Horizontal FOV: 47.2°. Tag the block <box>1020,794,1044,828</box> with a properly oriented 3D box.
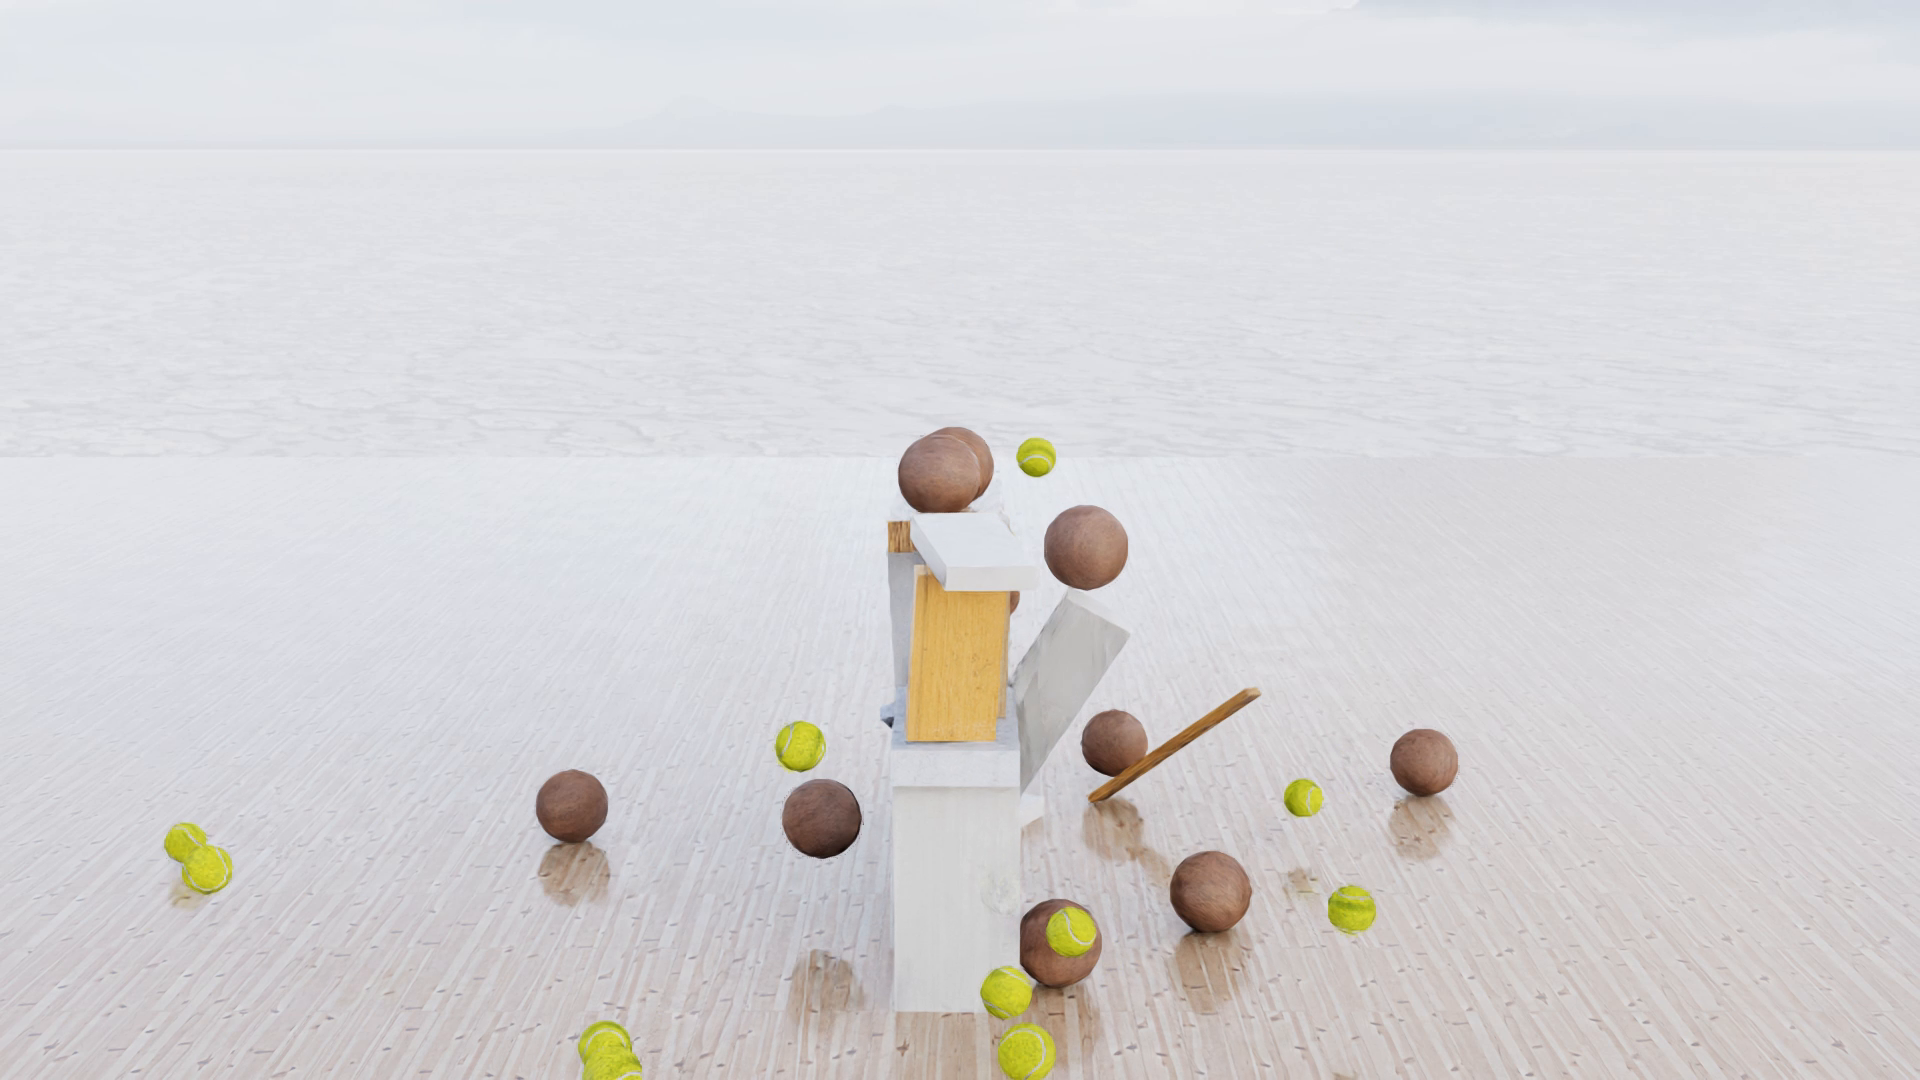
[{"bbox_3d":[0.023,0.493,4.100,0.241,0.034,0.121,6,12,31],"label":"block"}]

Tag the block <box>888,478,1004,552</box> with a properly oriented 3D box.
[{"bbox_3d":[-0.020,-0.043,3.614,0.175,0.050,0.350,-1,12,2],"label":"block"}]

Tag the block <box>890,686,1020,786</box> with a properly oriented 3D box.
[{"bbox_3d":[-0.007,0.282,3.206,0.179,0.051,0.358,0,11,0],"label":"block"}]

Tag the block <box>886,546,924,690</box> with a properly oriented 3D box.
[{"bbox_3d":[-0.017,0.228,3.567,0.175,0.458,0.050,-3,11,1],"label":"block"}]

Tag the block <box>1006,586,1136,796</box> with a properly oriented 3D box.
[{"bbox_3d":[0.100,0.288,3.431,0.114,0.514,0.032,29,33,-3],"label":"block"}]

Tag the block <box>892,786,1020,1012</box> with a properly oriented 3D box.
[{"bbox_3d":[-0.004,0.503,3.147,0.179,0.358,0.051,0,17,0],"label":"block"}]

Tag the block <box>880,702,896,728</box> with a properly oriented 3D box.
[{"bbox_3d":[-0.054,0.343,4.006,0.096,0.027,0.193,-16,-35,25],"label":"block"}]

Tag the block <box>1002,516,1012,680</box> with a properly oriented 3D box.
[{"bbox_3d":[-0.001,0.135,3.753,0.175,0.350,0.050,0,9,0],"label":"block"}]

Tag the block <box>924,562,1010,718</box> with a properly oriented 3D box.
[{"bbox_3d":[0.008,0.133,3.180,0.124,0.248,0.035,2,14,-2],"label":"block"}]

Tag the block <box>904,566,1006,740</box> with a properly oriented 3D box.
[{"bbox_3d":[-0.007,0.158,3.040,0.124,0.247,0.035,1,20,-8],"label":"block"}]

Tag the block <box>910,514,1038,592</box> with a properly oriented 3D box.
[{"bbox_3d":[0.016,0.015,3.025,0.124,0.035,0.248,0,17,-13],"label":"block"}]

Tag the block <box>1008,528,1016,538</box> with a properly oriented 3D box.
[{"bbox_3d":[0.008,0.089,3.325,0.114,0.228,0.032,8,8,-14],"label":"block"}]

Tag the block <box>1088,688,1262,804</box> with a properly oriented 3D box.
[{"bbox_3d":[0.395,0.382,4.075,0.386,0.016,0.055,-38,-20,25],"label":"block"}]
